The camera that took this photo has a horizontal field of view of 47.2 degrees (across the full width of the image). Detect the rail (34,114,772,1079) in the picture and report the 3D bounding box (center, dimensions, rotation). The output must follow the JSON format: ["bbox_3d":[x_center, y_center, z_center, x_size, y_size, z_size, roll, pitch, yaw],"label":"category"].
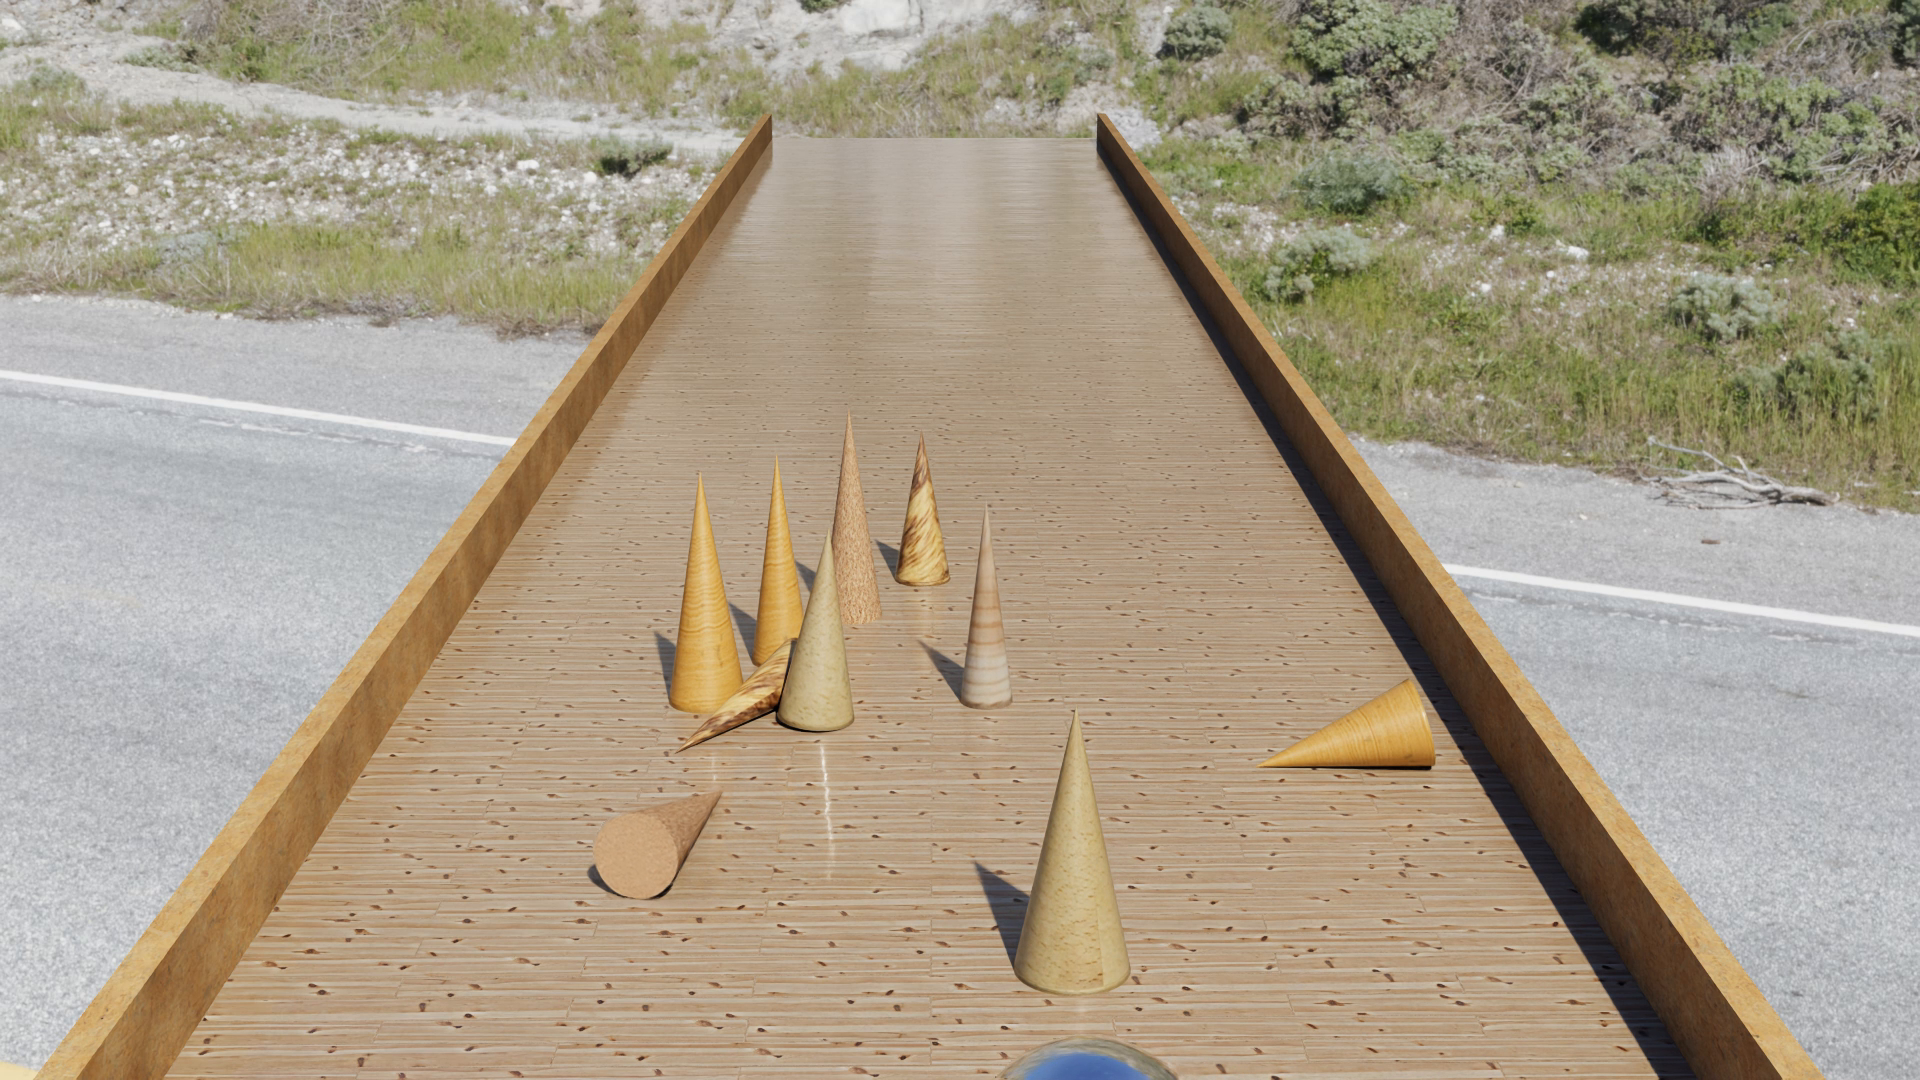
[{"bbox_3d":[-1.118,-0.838,7.780,0.050,0.150,12.000,0,17,-1],"label":"rail"}]

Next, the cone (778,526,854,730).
[{"bbox_3d":[-0.253,0.152,4.047,0.145,0.371,0.145,5,17,-1],"label":"cone"}]

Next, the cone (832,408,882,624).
[{"bbox_3d":[-0.231,-0.058,4.625,0.129,0.454,0.129,0,17,0],"label":"cone"}]

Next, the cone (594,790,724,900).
[{"bbox_3d":[-0.451,0.457,3.574,0.135,0.135,0.433,4,8,12],"label":"cone"}]

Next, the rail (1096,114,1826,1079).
[{"bbox_3d":[0.932,-0.844,7.801,0.050,0.150,12.000,0,17,-1],"label":"rail"}]

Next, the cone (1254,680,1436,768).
[{"bbox_3d":[0.665,0.361,3.878,0.304,0.160,0.160,-15,17,1],"label":"cone"}]

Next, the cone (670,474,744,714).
[{"bbox_3d":[-0.481,0.088,4.135,0.148,0.455,0.148,0,17,0],"label":"cone"}]

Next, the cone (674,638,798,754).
[{"bbox_3d":[-0.408,0.312,4.080,0.113,0.113,0.386,11,28,32],"label":"cone"}]

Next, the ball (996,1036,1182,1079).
[{"bbox_3d":[0.144,0.689,2.430,0.274,0.274,0.274,0,17,0],"label":"ball"}]

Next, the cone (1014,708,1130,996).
[{"bbox_3d":[0.161,0.421,3.101,0.169,0.404,0.169,0,17,0],"label":"cone"}]

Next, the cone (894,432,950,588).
[{"bbox_3d":[-0.084,-0.080,4.887,0.127,0.346,0.127,0,17,0],"label":"cone"}]

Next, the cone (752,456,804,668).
[{"bbox_3d":[-0.358,0.036,4.352,0.119,0.430,0.119,0,17,0],"label":"cone"}]

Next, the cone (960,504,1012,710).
[{"bbox_3d":[0.049,0.114,4.138,0.101,0.401,0.101,0,17,0],"label":"cone"}]
